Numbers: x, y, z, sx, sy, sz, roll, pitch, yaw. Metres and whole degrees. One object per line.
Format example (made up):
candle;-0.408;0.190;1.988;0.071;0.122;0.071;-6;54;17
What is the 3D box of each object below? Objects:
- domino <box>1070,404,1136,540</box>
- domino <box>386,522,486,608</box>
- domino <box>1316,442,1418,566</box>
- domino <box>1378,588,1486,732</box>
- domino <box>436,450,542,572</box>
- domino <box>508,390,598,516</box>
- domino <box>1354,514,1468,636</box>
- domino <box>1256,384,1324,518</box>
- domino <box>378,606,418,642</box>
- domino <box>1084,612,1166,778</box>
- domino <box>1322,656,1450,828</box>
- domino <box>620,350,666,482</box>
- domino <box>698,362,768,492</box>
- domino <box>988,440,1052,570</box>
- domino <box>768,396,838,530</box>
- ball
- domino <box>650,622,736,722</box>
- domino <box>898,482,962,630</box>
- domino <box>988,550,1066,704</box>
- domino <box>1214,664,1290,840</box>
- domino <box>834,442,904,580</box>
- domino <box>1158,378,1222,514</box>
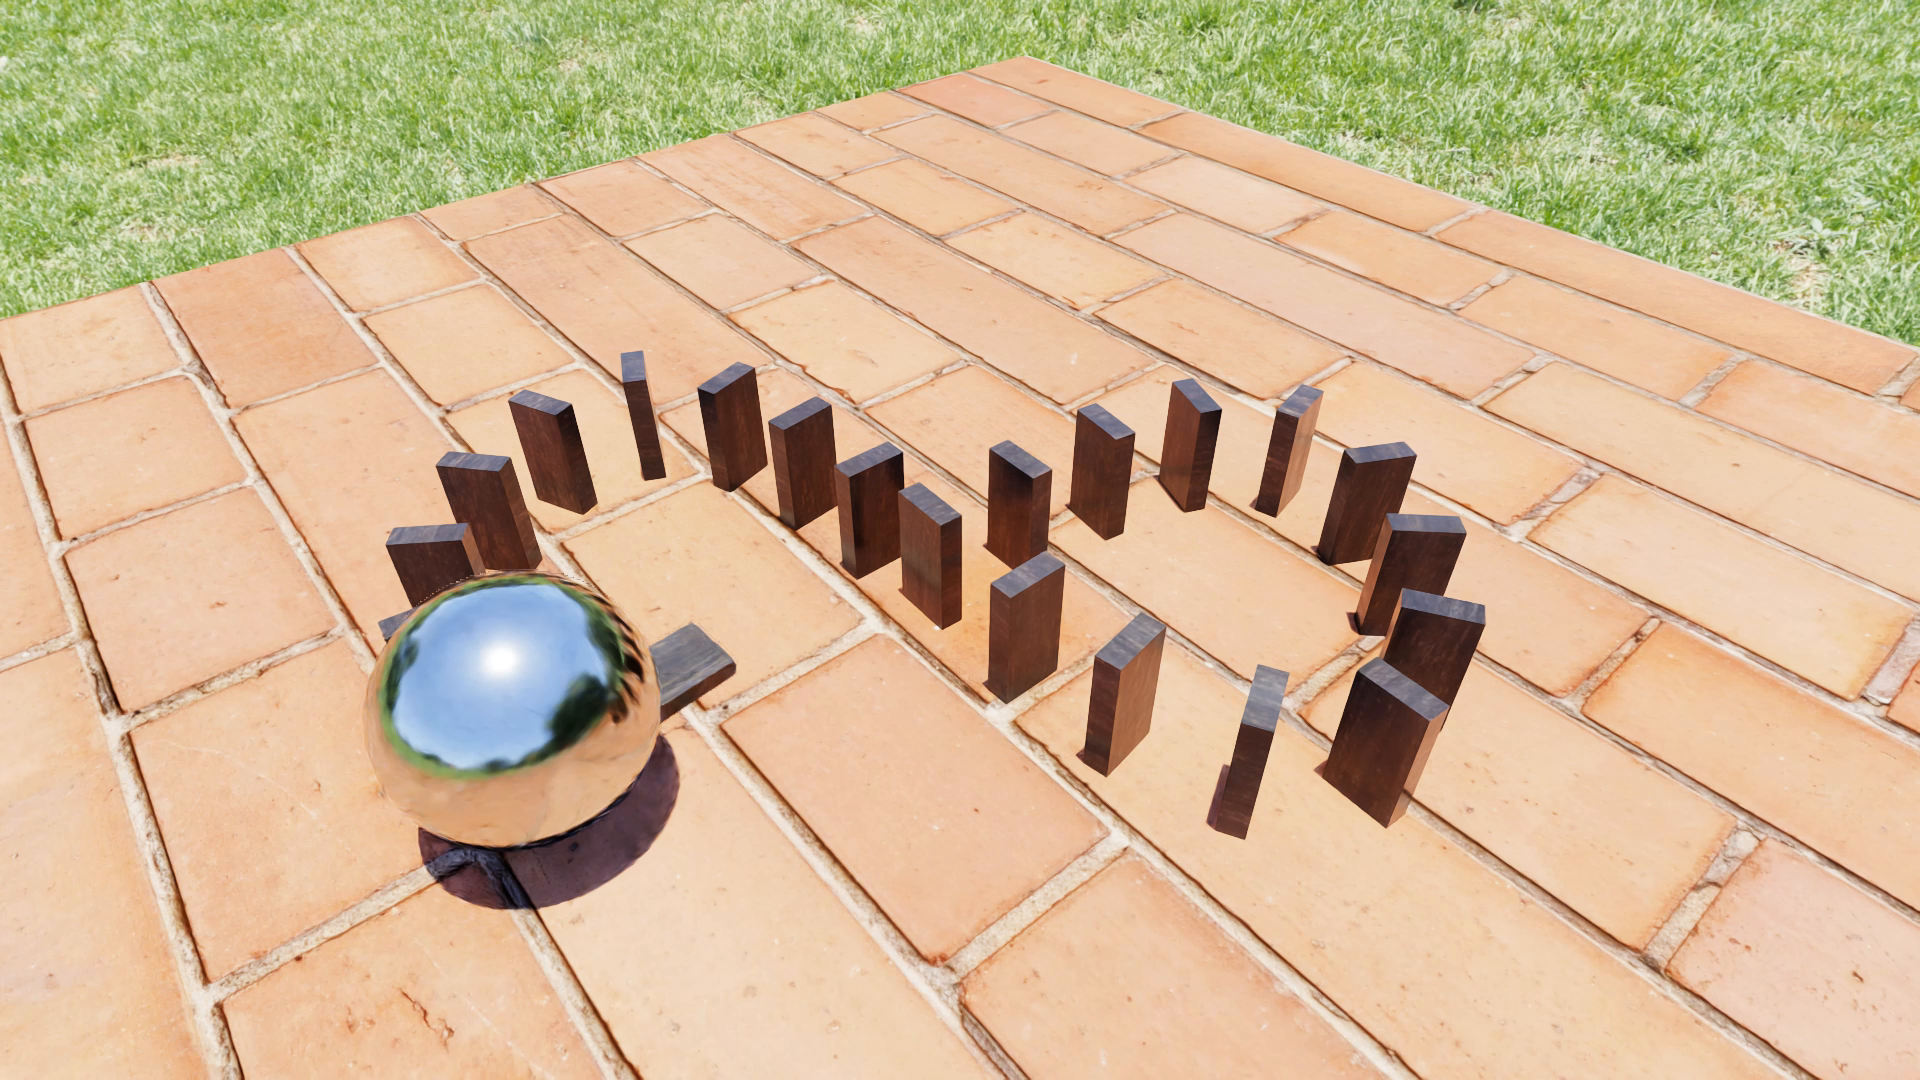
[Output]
domino;0.057;-0.027;0.445;0.009;0.050;0.025;-21;44;-24
domino;-0.182;0.017;0.390;0.025;0.050;0.009;-4;39;-5
domino;0.158;-0.014;0.428;0.025;0.050;0.009;-8;40;-10
domino;0.152;0.040;0.363;0.025;0.050;0.010;12;41;15
domino;-0.181;-0.010;0.424;0.025;0.050;0.009;6;40;7
domino;-0.168;-0.036;0.455;0.025;0.050;0.009;18;42;20
domino;0.161;0.013;0.395;0.025;0.050;0.010;2;39;3
domino;0.136;-0.037;0.456;0.010;0.050;0.025;25;46;28
domino;-0.168;0.043;0.359;0.025;0.050;0.009;-24;45;-26
domino;0.052;0.050;0.351;0.010;0.050;0.025;29;47;30
domino;0.129;0.062;0.335;0.009;0.050;0.025;-25;46;-28
domino;-0.137;-0.054;0.477;0.009;0.050;0.025;-10;40;-12
domino;-0.097;-0.048;0.470;0.010;0.050;0.025;22;44;25
domino;0.023;-0.011;0.425;0.009;0.050;0.025;-27;47;-29
domino;-0.063;-0.031;0.449;0.010;0.050;0.025;30;48;31
ball;-0.128;0.049;0.319;0.080;0.080;0.080;0;39;0
domino;-0.106;0.051;0.382;0.025;0.010;0.050;35;49;28
domino;-0.011;0.006;0.404;0.009;0.050;0.025;-26;46;-28
domino;0.022;0.030;0.374;0.025;0.050;0.009;-29;47;-31
domino;0.088;0.065;0.333;0.010;0.050;0.025;15;42;17
domino;-0.034;-0.011;0.425;0.025;0.050;0.009;-28;47;-30
domino;0.096;-0.039;0.459;0.010;0.050;0.025;-12;41;-14
